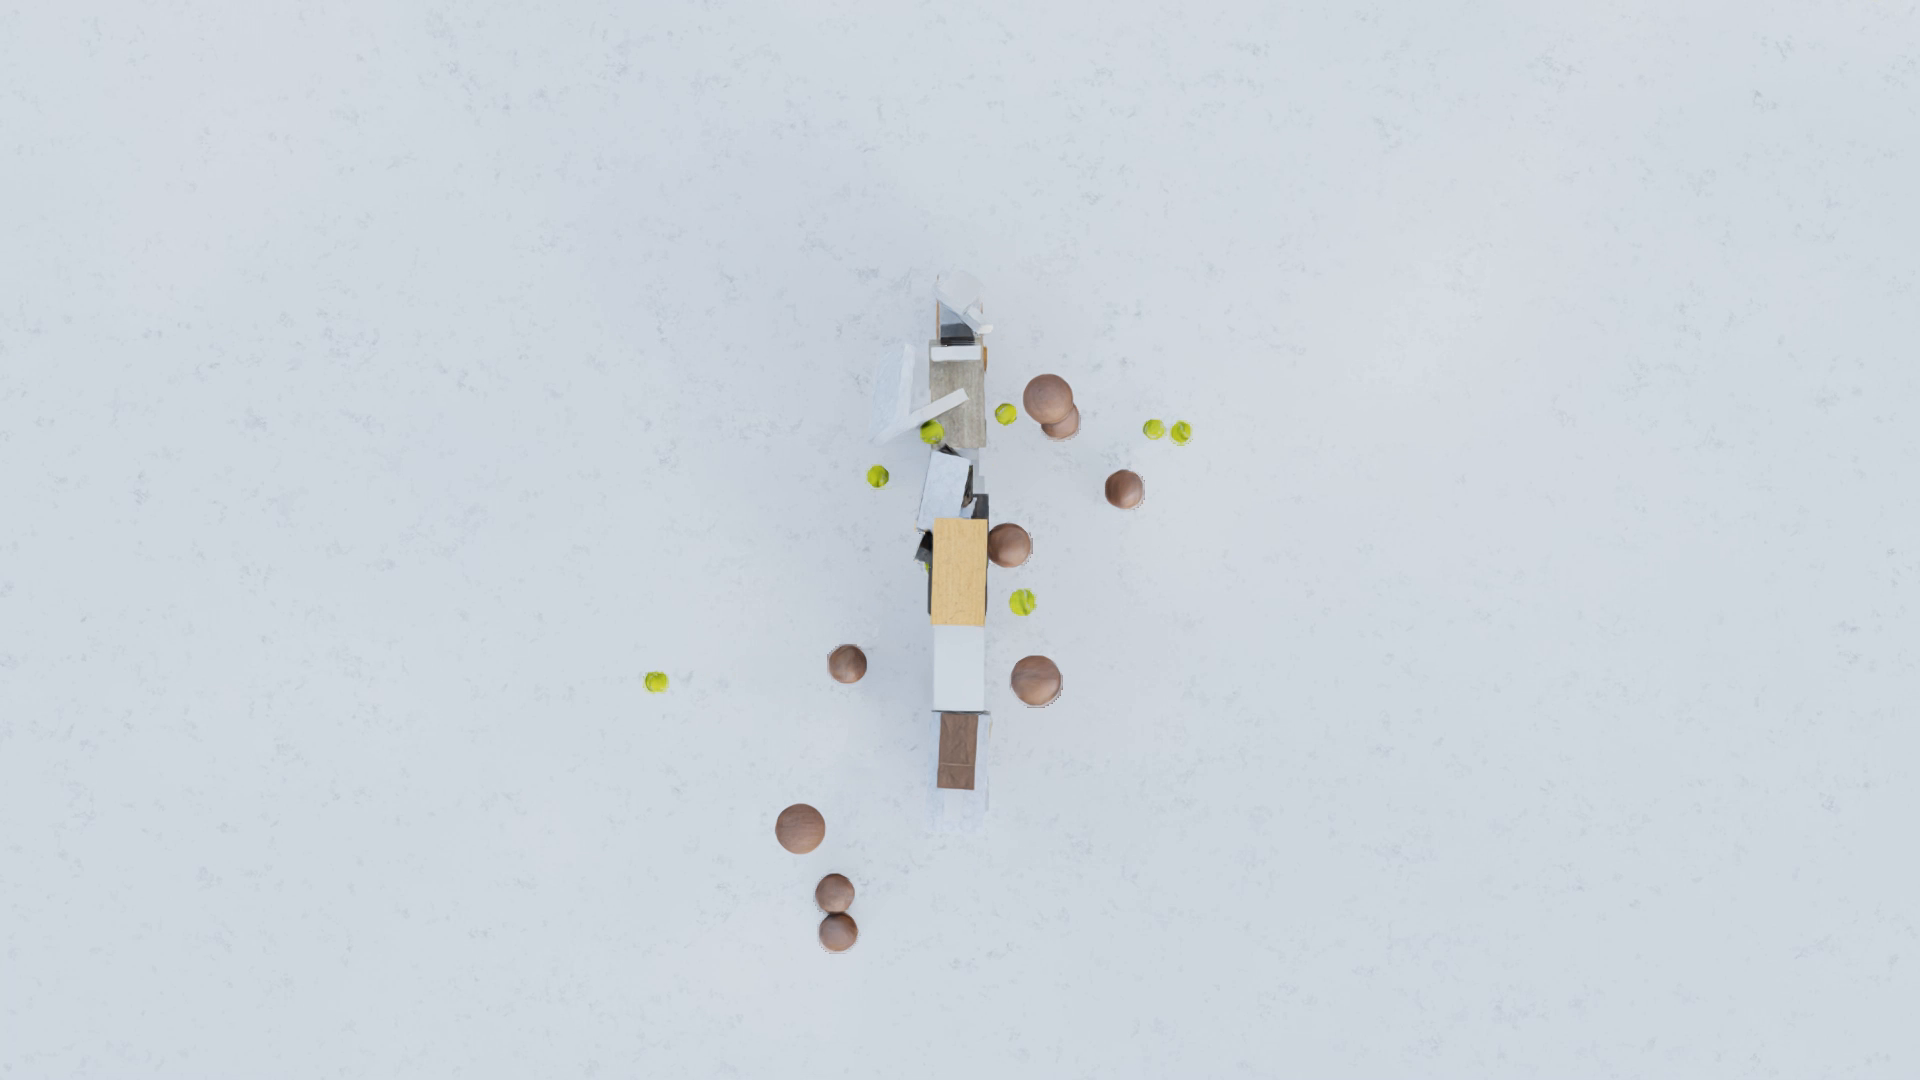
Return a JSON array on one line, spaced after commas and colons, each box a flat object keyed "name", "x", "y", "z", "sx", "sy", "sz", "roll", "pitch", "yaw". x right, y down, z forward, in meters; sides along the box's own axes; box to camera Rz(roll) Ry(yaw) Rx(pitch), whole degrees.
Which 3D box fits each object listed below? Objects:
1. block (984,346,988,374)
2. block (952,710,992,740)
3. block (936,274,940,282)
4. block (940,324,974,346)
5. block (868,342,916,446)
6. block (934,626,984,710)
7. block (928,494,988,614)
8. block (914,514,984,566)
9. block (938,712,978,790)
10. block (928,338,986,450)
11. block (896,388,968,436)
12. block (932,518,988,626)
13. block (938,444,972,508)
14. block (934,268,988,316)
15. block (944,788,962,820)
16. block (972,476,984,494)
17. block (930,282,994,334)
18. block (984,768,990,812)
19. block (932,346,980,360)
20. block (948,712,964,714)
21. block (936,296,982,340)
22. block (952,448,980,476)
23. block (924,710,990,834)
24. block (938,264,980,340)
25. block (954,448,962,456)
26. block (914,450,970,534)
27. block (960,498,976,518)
[{"name": "block", "x": 0.002, "y": -0.546, "z": 5.012, "sx": 0.159, "sy": 0.319, "sz": 0.045, "roll": 0, "pitch": 90, "yaw": 0}, {"name": "block", "x": 0.007, "y": 0.549, "z": 5.024, "sx": 0.174, "sy": 0.347, "sz": 0.049, "roll": 10, "pitch": 90, "yaw": 0}, {"name": "block", "x": -0.009, "y": -0.789, "z": 5.213, "sx": 0.122, "sy": 0.574, "sz": 0.035, "roll": 0, "pitch": 93, "yaw": 0}, {"name": "block", "x": -0.009, "y": -0.597, "z": 4.793, "sx": 0.097, "sy": 0.194, "sz": 0.027, "roll": -2, "pitch": 109, "yaw": 0}, {"name": "block", "x": -0.188, "y": -0.404, "z": 4.563, "sx": 0.038, "sy": 0.134, "sz": 0.267, "roll": 24, "pitch": 56, "yaw": -30}, {"name": "block", "x": -0.003, "y": 0.333, "z": 4.589, "sx": 0.139, "sy": 0.039, "sz": 0.278, "roll": 1, "pitch": 91, "yaw": 0}, {"name": "block", "x": -0.005, "y": 0.040, "z": 4.760, "sx": 0.172, "sy": 0.049, "sz": 0.344, "roll": 0, "pitch": 89, "yaw": 0}, {"name": "block", "x": -0.025, "y": -0.004, "z": 4.600, "sx": 0.144, "sy": 0.287, "sz": 0.041, "roll": 22, "pitch": 119, "yaw": 0}, {"name": "block", "x": -0.006, "y": 0.587, "z": 4.580, "sx": 0.103, "sy": 0.029, "sz": 0.206, "roll": 3, "pitch": 90, "yaw": 0}, {"name": "block", "x": -0.008, "y": -0.428, "z": 4.830, "sx": 0.159, "sy": 0.045, "sz": 0.319, "roll": -2, "pitch": 90, "yaw": 0}, {"name": "block", "x": -0.095, "y": -0.359, "z": 4.657, "sx": 0.134, "sy": 0.267, "sz": 0.038, "roll": -24, "pitch": 95, "yaw": 31}, {"name": "block", "x": -0.002, "y": 0.087, "z": 4.431, "sx": 0.144, "sy": 0.041, "sz": 0.287, "roll": 1, "pitch": 84, "yaw": 1}, {"name": "block", "x": -0.015, "y": -0.185, "z": 4.684, "sx": 0.109, "sy": 0.288, "sz": 0.031, "roll": 41, "pitch": 107, "yaw": -14}, {"name": "block", "x": 0.002, "y": -0.724, "z": 4.803, "sx": 0.097, "sy": 0.193, "sz": 0.027, "roll": 36, "pitch": 124, "yaw": 0}, {"name": "block", "x": -0.019, "y": 0.742, "z": 4.690, "sx": 0.051, "sy": 0.015, "sz": 0.103, "roll": 4, "pitch": 90, "yaw": 1}, {"name": "block", "x": -0.004, "y": -0.037, "z": 5.153, "sx": 0.162, "sy": 0.046, "sz": 0.324, "roll": 0, "pitch": 90, "yaw": 0}, {"name": "block", "x": 0.006, "y": -0.679, "z": 4.821, "sx": 0.194, "sy": 0.097, "sz": 0.027, "roll": 44, "pitch": 111, "yaw": 12}, {"name": "block", "x": 0.000, "y": 0.773, "z": 5.174, "sx": 0.174, "sy": 0.649, "sz": 0.049, "roll": 4, "pitch": 89, "yaw": 0}, {"name": "block", "x": -0.011, "y": -0.529, "z": 4.672, "sx": 0.134, "sy": 0.267, "sz": 0.038, "roll": -2, "pitch": 96, "yaw": 0}, {"name": "block", "x": -0.002, "y": 0.518, "z": 4.698, "sx": 0.103, "sy": 0.206, "sz": 0.029, "roll": 4, "pitch": 90, "yaw": 0}, {"name": "block", "x": -0.003, "y": -0.619, "z": 5.192, "sx": 0.144, "sy": 0.041, "sz": 0.288, "roll": 0, "pitch": 90, "yaw": 0}, {"name": "block", "x": -0.005, "y": -0.336, "z": 5.217, "sx": 0.132, "sy": 0.037, "sz": 0.265, "roll": 0, "pitch": 90, "yaw": 0}, {"name": "block", "x": -0.009, "y": 0.678, "z": 4.825, "sx": 0.174, "sy": 0.049, "sz": 0.347, "roll": 4, "pitch": 90, "yaw": 0}, {"name": "block", "x": -0.001, "y": -0.697, "z": 4.907, "sx": 0.122, "sy": 0.035, "sz": 0.245, "roll": 0, "pitch": 90, "yaw": 0}, {"name": "block", "x": -0.015, "y": -0.200, "z": 4.976, "sx": 0.071, "sy": 0.020, "sz": 0.142, "roll": -16, "pitch": 91, "yaw": 0}, {"name": "block", "x": -0.046, "y": -0.125, "z": 4.511, "sx": 0.109, "sy": 0.031, "sz": 0.218, "roll": 13, "pitch": 80, "yaw": -8}, {"name": "block", "x": -0.023, "y": -0.073, "z": 4.632, "sx": 0.109, "sy": 0.218, "sz": 0.031, "roll": 15, "pitch": 117, "yaw": 1}]
